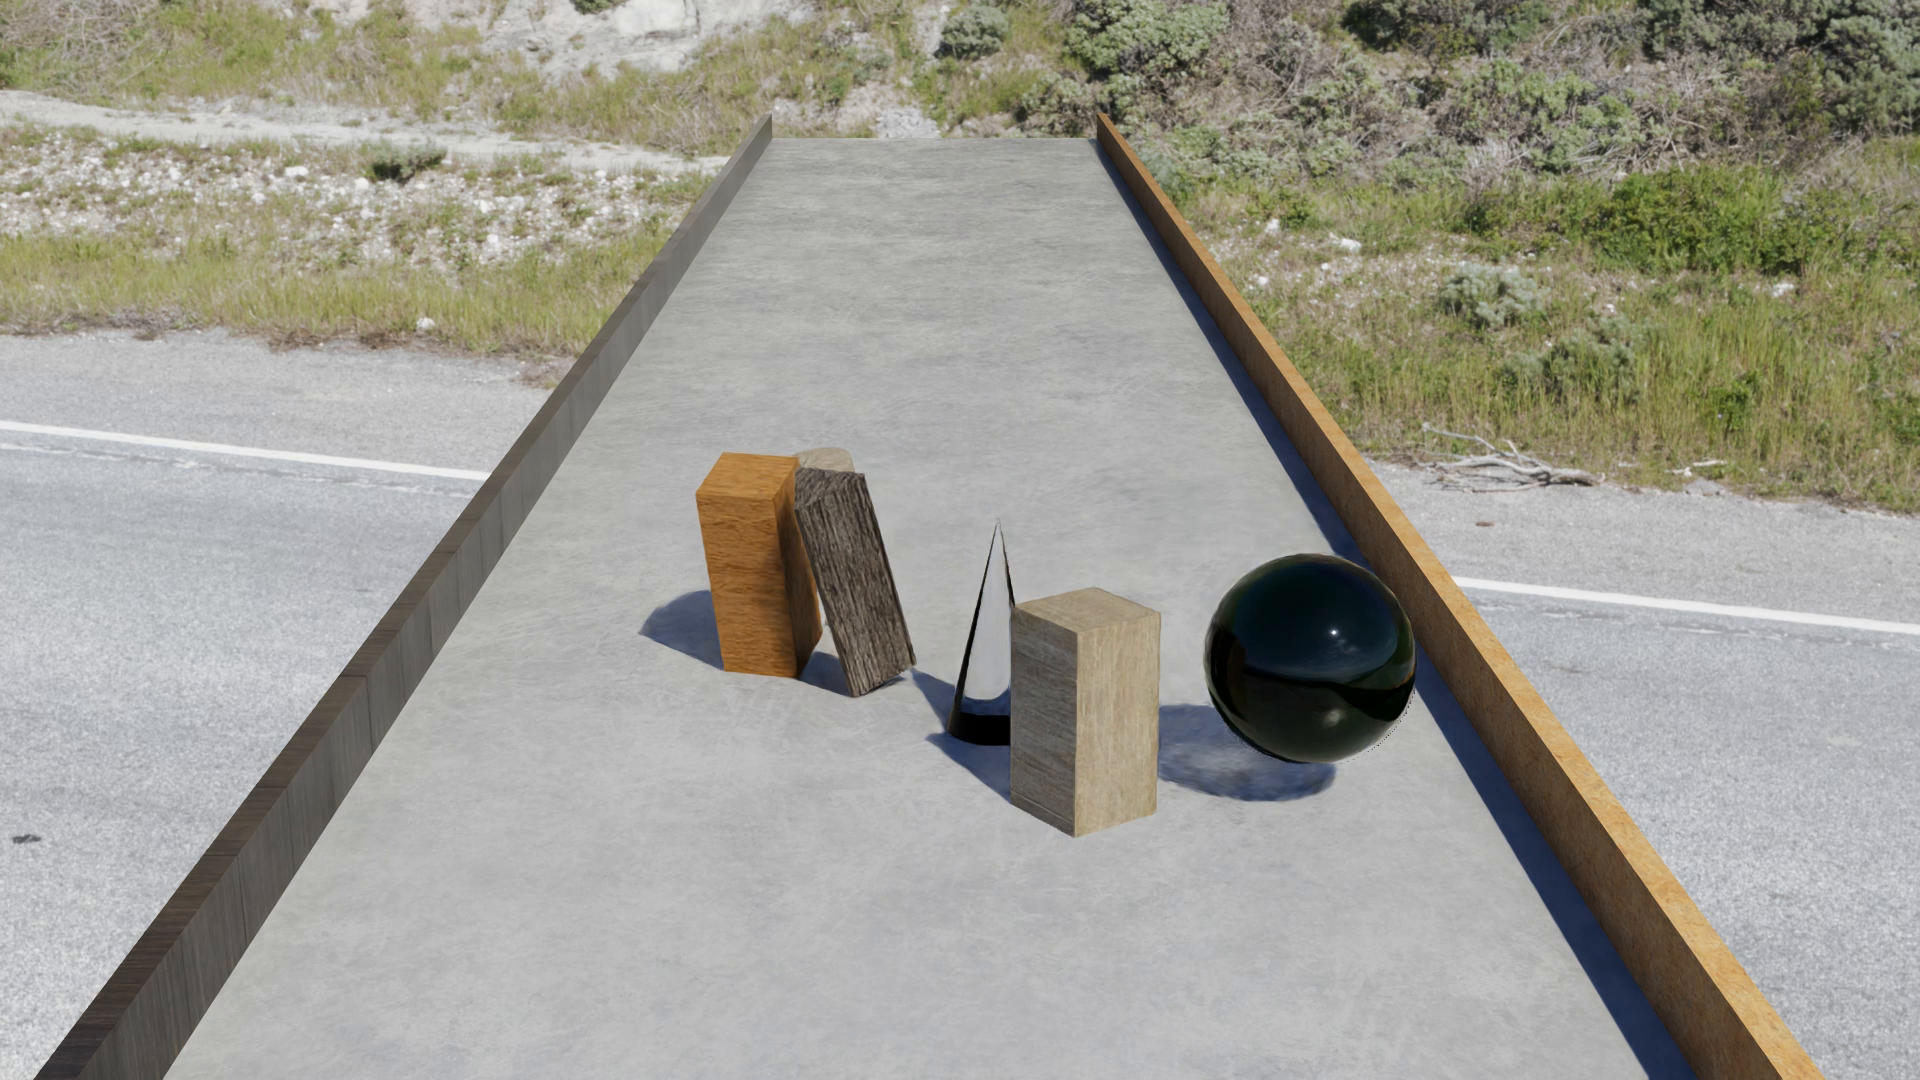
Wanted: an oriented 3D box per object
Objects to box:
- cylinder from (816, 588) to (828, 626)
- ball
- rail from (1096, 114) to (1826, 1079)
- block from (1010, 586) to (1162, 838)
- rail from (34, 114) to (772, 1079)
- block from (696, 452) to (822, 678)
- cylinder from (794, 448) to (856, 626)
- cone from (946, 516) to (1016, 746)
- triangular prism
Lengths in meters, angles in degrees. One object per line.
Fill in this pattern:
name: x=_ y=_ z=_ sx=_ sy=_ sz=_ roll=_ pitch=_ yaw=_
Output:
cylinder: x=-0.387 y=0.042 z=4.480 sx=0.138 sy=0.316 sz=0.138 roll=-16 pitch=25 yaw=8
ball: x=0.583 y=0.198 z=3.671 sx=0.353 sy=0.353 sz=0.353 roll=0 pitch=17 yaw=0
rail: x=0.932 y=-0.844 z=7.801 sx=0.050 sy=0.150 sz=12.000 roll=0 pitch=17 yaw=-1
block: x=0.207 y=0.283 z=3.655 sx=0.175 sy=0.354 sz=0.175 roll=-12 pitch=20 yaw=-34
rail: x=-1.118 y=-0.838 z=7.780 sx=0.050 sy=0.150 sz=12.000 roll=0 pitch=17 yaw=-1
block: x=-0.387 y=0.051 z=4.283 sx=0.155 sy=0.414 sz=0.155 roll=5 pitch=34 yaw=15
cylinder: x=-0.271 y=-0.007 z=4.600 sx=0.165 sy=0.337 sz=0.165 roll=-10 pitch=28 yaw=5
cone: x=0.065 y=0.151 z=3.993 sx=0.170 sy=0.411 sz=0.170 roll=1 pitch=17 yaw=0
triangular prism: x=-0.223 y=0.068 z=4.163 sx=0.147 sy=0.439 sz=0.128 roll=-28 pitch=35 yaw=-20
